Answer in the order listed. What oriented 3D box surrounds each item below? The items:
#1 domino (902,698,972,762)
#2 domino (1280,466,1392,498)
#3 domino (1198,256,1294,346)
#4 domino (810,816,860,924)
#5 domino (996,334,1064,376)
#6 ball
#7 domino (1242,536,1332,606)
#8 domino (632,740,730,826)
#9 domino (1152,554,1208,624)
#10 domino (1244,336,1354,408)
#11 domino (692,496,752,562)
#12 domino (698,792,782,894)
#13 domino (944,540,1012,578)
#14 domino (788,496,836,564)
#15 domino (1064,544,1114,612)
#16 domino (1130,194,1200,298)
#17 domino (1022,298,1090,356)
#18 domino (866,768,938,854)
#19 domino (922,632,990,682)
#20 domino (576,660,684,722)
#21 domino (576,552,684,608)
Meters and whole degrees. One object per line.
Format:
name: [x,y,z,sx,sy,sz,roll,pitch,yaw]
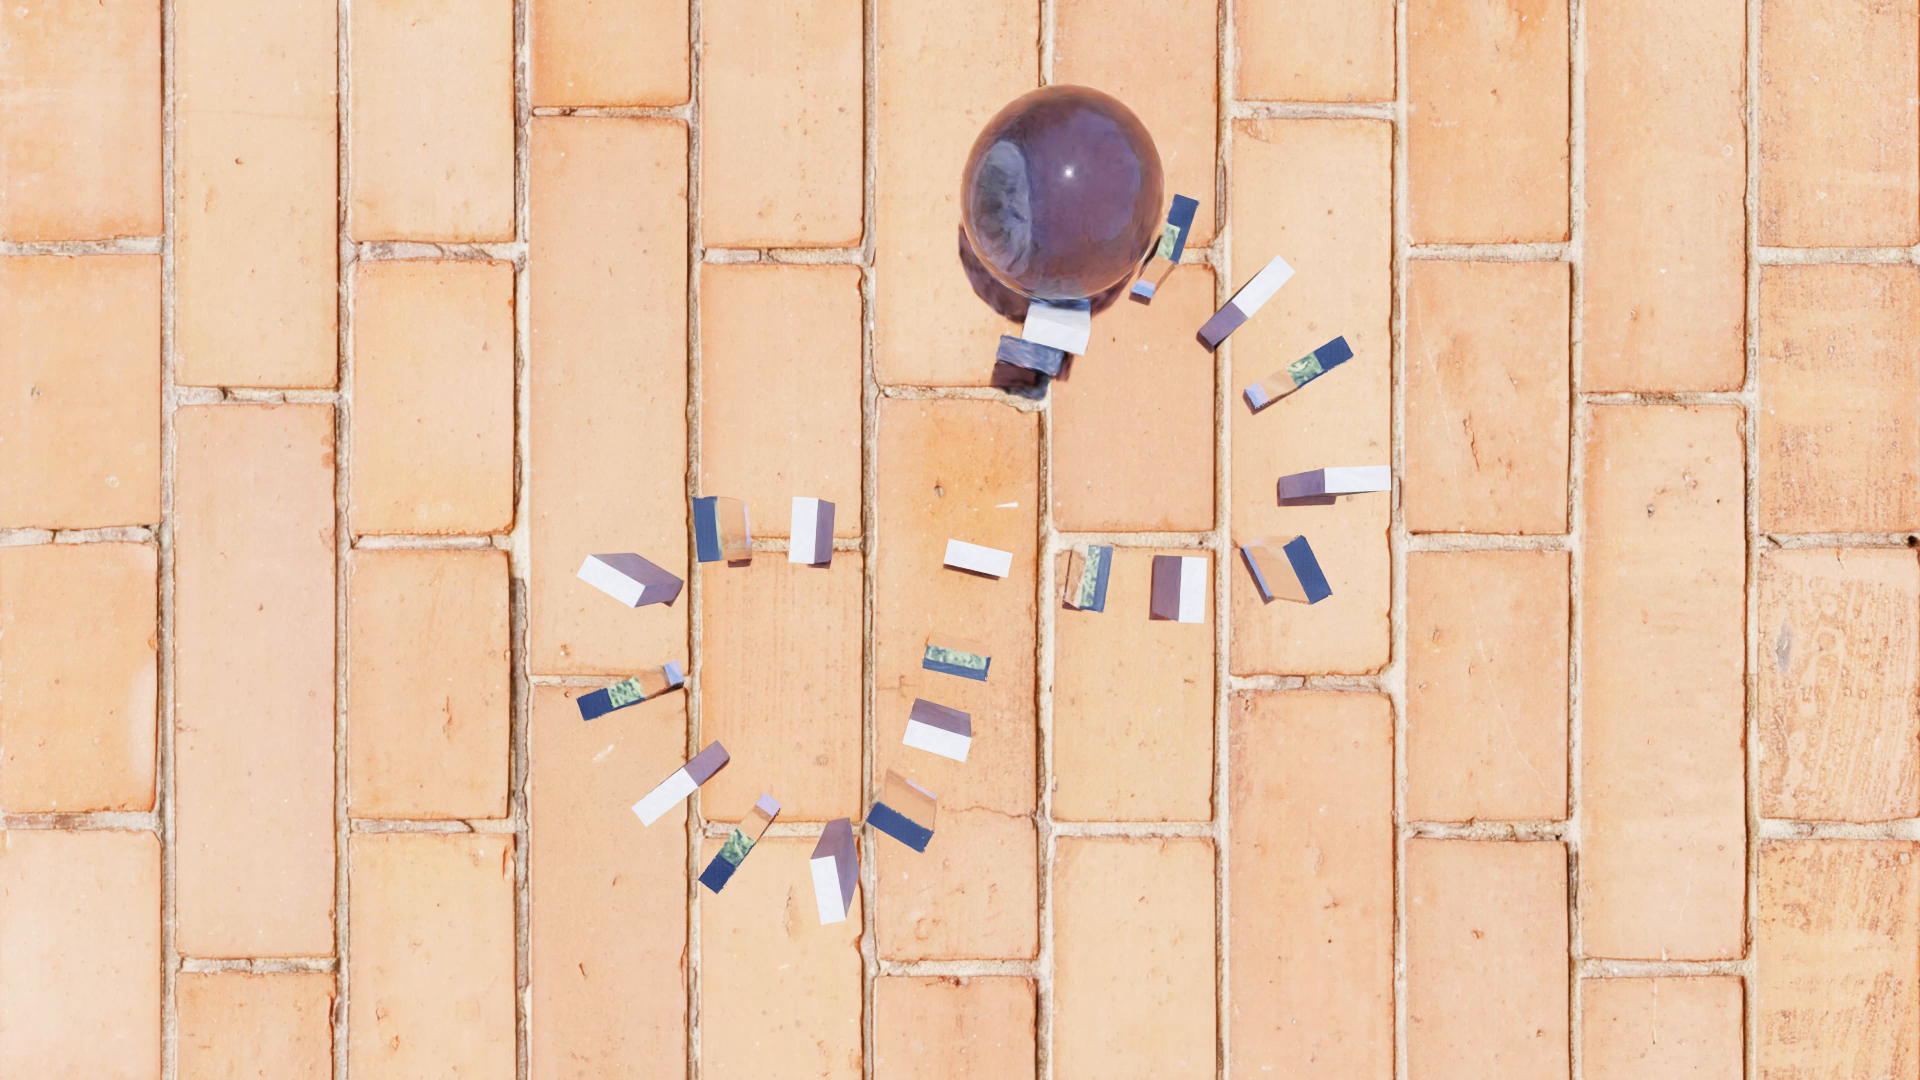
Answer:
domino: [-0.009,0.077,0.375,0.025,0.050,0.010,17,90,0]
domino: [0.152,-0.023,0.375,0.025,0.050,0.010,-2,90,0]
domino: [0.116,-0.097,0.375,0.010,0.050,0.025,45,90,0]
domino: [-0.051,0.134,0.375,0.009,0.050,0.025,-10,90,0]
domino: [0.028,-0.075,0.375,0.025,0.050,0.009,15,100,0]
ball: [0.040,-0.135,0.360,0.080,0.080,0.080,0,90,0]
domino: [0.133,0.012,0.375,0.009,0.050,0.025,-26,90,0]
domino: [-0.113,0.098,0.375,0.025,0.050,0.009,-38,90,0]
domino: [0.089,0.019,0.375,0.009,0.050,0.025,3,90,0]
domino: [0.138,-0.068,0.375,0.025,0.050,0.009,-30,90,0]
domino: [-0.096,-0.004,0.375,0.009,0.050,0.025,-5,90,0]
domino: [-0.089,0.123,0.375,0.010,0.050,0.025,37,90,0]
domino: [0.007,0.007,0.375,0.025,0.050,0.010,13,90,0]
domino: [-0.060,-0.004,0.375,0.009,0.050,0.025,4,90,0]
domino: [0.052,0.015,0.375,0.009,0.050,0.025,9,90,0]
domino: [0.083,-0.119,0.375,0.010,0.050,0.025,18,90,0]
domino: [0.040,-0.091,0.376,0.025,0.050,0.010,14,120,0]
domino: [-0.023,0.110,0.375,0.025,0.050,0.010,30,90,0]
domino: [-0.001,0.047,0.375,0.025,0.050,0.010,12,90,0]
domino: [-0.133,0.061,0.375,0.025,0.050,0.010,-20,90,0]
domino: [-0.133,0.016,0.375,0.025,0.050,0.010,30,90,0]
